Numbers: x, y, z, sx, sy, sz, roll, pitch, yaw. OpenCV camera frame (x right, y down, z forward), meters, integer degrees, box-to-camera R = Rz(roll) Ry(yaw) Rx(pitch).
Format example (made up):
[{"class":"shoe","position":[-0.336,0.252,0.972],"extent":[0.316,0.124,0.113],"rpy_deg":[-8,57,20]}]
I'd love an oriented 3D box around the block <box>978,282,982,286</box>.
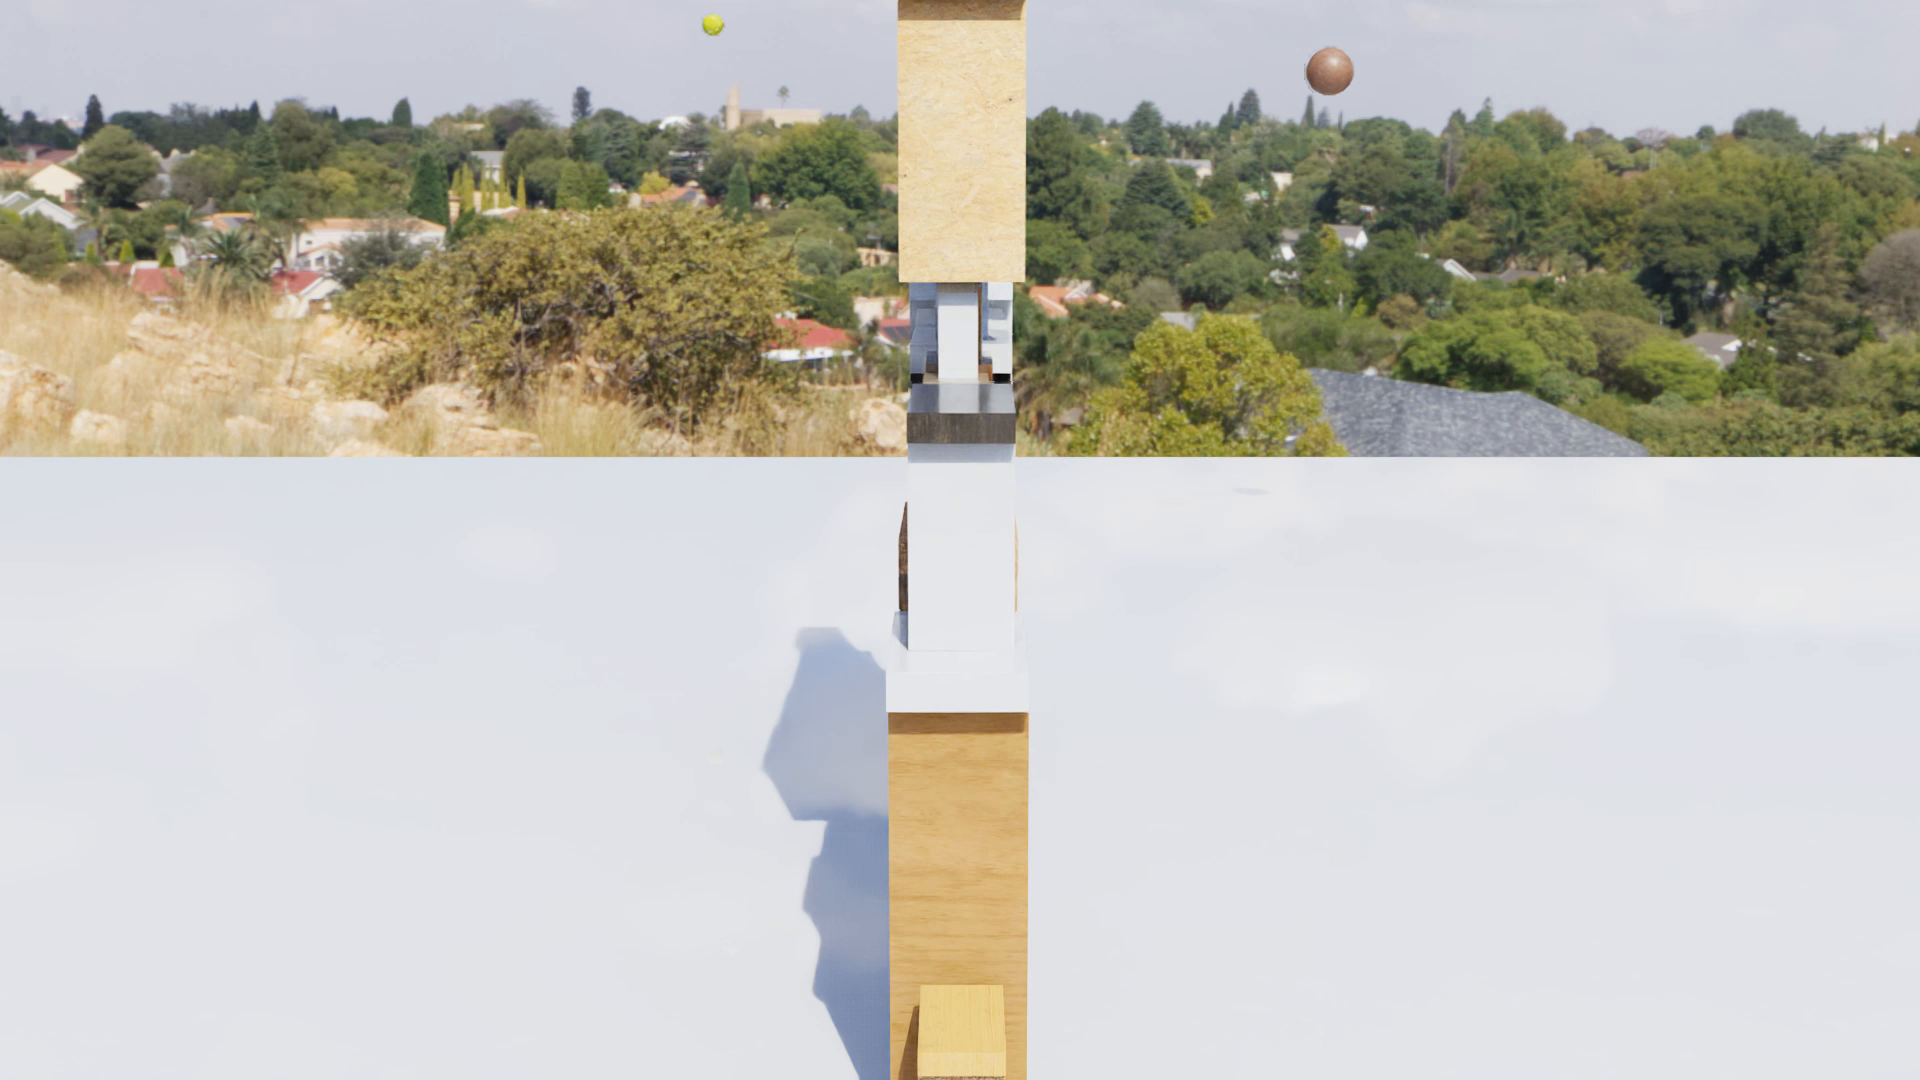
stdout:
[{"class":"block","position":[0.003,-0.374,3.142],"extent":[0.054,0.015,0.107],"rpy_deg":[0,11,0]}]

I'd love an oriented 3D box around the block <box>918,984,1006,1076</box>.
[{"class":"block","position":[0.002,0.574,2.583],"extent":[0.100,0.028,0.200],"rpy_deg":[0,11,0]}]

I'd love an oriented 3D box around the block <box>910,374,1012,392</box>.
[{"class":"block","position":[0.002,-0.102,3.362],"extent":[0.152,0.318,0.043],"rpy_deg":[0,10,0]}]

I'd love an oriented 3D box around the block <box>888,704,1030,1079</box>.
[{"class":"block","position":[-0.002,0.475,2.729],"extent":[0.170,0.569,0.048],"rpy_deg":[0,11,0]}]

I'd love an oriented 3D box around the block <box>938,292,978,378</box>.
[{"class":"block","position":[-0.002,-0.281,3.009],"extent":[0.054,0.118,0.015],"rpy_deg":[0,11,0]}]

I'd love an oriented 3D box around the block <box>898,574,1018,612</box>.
[{"class":"block","position":[-0.002,0.252,3.035],"extent":[0.161,0.438,0.046],"rpy_deg":[0,10,0]}]

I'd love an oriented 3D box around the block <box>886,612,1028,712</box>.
[{"class":"block","position":[-0.003,0.150,2.784],"extent":[0.170,0.048,0.340],"rpy_deg":[0,11,0]}]

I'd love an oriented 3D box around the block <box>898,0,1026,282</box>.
[{"class":"block","position":[0.002,-0.537,2.945],"extent":[0.169,0.378,0.048],"rpy_deg":[0,11,0]}]

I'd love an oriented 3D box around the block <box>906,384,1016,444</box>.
[{"class":"block","position":[0.002,-0.162,2.777],"extent":[0.131,0.037,0.263],"rpy_deg":[0,12,0]}]

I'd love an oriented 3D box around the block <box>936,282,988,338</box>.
[{"class":"block","position":[0.003,-0.391,3.370],"extent":[0.081,0.162,0.023],"rpy_deg":[0,9,0]}]

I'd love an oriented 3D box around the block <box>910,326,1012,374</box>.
[{"class":"block","position":[0.002,-0.298,3.429],"extent":[0.152,0.043,0.303],"rpy_deg":[0,10,0]}]

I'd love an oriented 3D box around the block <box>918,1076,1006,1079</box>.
[{"class":"block","position":[0.002,0.698,2.538],"extent":[0.100,0.200,0.028],"rpy_deg":[0,11,0]}]

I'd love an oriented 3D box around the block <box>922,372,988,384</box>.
[{"class":"block","position":[-0.006,-0.206,2.998],"extent":[0.090,0.025,0.179],"rpy_deg":[0,11,0]}]

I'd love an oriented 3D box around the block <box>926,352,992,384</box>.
[{"class":"block","position":[-0.001,-0.250,3.181],"extent":[0.095,0.027,0.189],"rpy_deg":[0,10,0]}]

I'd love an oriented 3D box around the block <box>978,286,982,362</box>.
[{"class":"block","position":[0.003,-0.307,3.118],"extent":[0.054,0.107,0.015],"rpy_deg":[0,10,0]}]

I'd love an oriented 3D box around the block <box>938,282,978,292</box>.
[{"class":"block","position":[-0.003,-0.353,3.032],"extent":[0.054,0.015,0.107],"rpy_deg":[0,11,0]}]

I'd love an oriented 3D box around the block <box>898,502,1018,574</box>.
[{"class":"block","position":[-0.001,-0.006,3.097],"extent":[0.161,0.046,0.321],"rpy_deg":[0,11,0]}]

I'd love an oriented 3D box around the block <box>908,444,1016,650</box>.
[{"class":"block","position":[0.002,0.004,2.718],"extent":[0.131,0.263,0.037],"rpy_deg":[0,10,0]}]

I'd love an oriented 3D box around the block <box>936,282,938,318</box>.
[{"class":"block","position":[0.000,-0.346,3.229],"extent":[0.067,0.143,0.019],"rpy_deg":[0,11,0]}]

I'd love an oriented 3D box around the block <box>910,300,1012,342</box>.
[{"class":"block","position":[0.001,-0.208,3.660],"extent":[0.168,0.389,0.048],"rpy_deg":[0,11,0]}]

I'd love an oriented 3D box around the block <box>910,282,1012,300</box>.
[{"class":"block","position":[0.001,-0.444,3.730],"extent":[0.168,0.048,0.336],"rpy_deg":[0,11,0]}]
